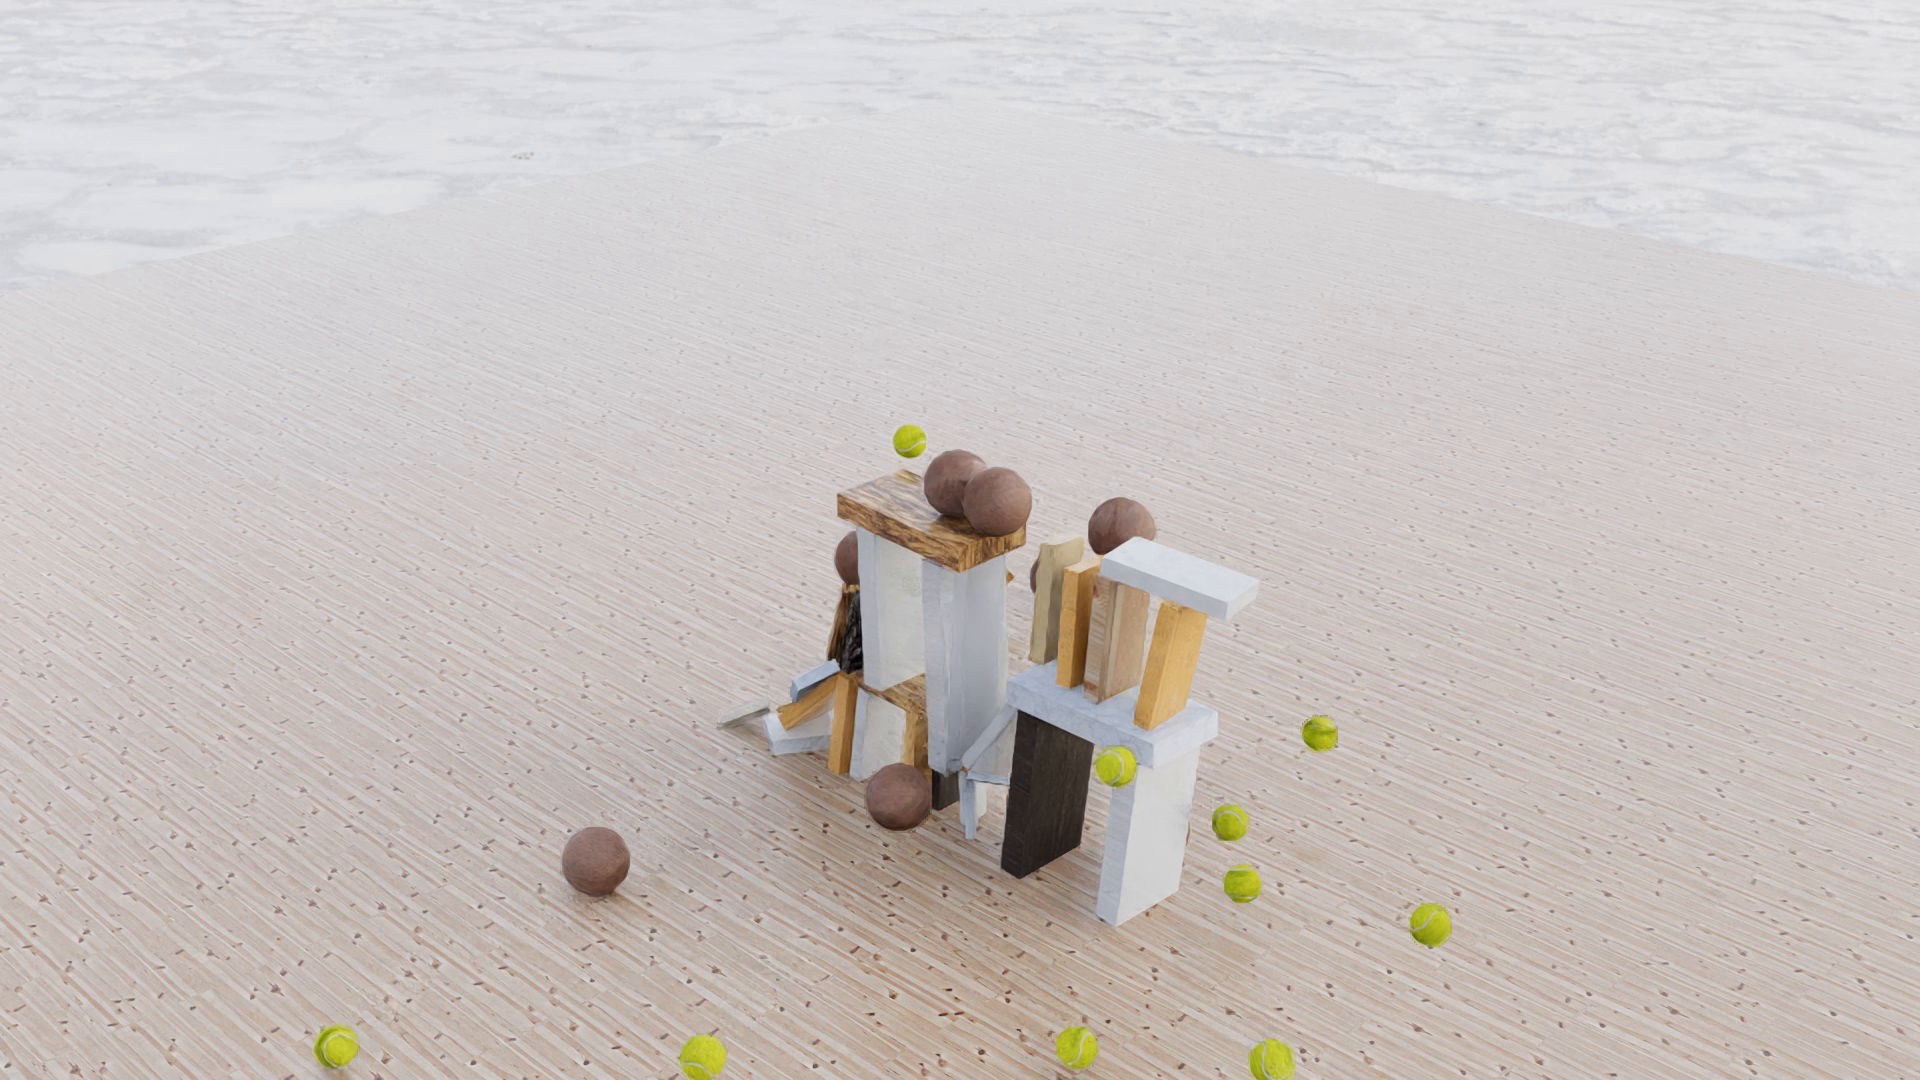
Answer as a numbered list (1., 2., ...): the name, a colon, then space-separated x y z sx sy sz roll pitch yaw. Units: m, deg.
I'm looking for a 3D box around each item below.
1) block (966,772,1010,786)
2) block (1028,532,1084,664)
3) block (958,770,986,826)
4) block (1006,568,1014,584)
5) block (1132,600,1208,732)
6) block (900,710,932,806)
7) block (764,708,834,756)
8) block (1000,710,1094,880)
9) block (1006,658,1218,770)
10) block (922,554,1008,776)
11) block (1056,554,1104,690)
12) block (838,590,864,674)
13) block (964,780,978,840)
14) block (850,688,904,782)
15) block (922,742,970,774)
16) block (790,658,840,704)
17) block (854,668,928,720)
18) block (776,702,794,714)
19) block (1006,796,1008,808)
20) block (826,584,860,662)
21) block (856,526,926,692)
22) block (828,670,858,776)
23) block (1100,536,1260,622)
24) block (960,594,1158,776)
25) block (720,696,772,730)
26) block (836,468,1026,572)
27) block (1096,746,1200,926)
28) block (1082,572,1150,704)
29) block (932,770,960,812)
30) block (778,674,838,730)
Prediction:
1. block: 0.070 0.471 4.325 0.107 0.015 0.054 7 -9 9
2. block: 0.180 0.108 4.086 0.032 0.228 0.114 13 16 30
3. block: 0.026 0.504 4.409 0.018 0.126 0.063 18 32 36
4. block: -0.030 0.202 4.949 0.386 0.016 0.055 -43 18 -1
5. block: 0.377 0.206 3.892 0.035 0.247 0.124 26 31 29
6. block: -0.064 0.424 4.476 0.110 0.221 0.031 -20 37 -39
7. block: -0.296 0.409 4.754 0.241 0.034 0.121 -5 24 -12
8. block: 0.173 0.460 4.214 0.051 0.358 0.179 28 35 36
9. block: 0.277 0.308 4.044 0.179 0.051 0.358 -21 31 -41
10. block: 0.013 0.222 4.279 0.175 0.458 0.050 -24 34 -38
11. block: 0.231 0.150 4.049 0.032 0.228 0.114 17 24 35
12. block: -0.186 0.175 4.450 0.096 0.193 0.027 -22 48 -40
13. block: 0.021 0.534 4.364 0.015 0.107 0.054 2 24 10
14. block: -0.169 0.386 4.564 0.110 0.221 0.031 -21 40 -39
15. block: -0.010 0.427 4.404 0.126 0.018 0.063 19 33 37
16. block: -0.304 0.297 4.598 0.096 0.027 0.193 -26 -9 -12
17. block: -0.101 0.297 4.449 0.110 0.031 0.221 -21 31 -39
18. block: -0.349 0.357 4.822 0.055 0.016 0.111 -19 -4 -42
19. block: 0.103 0.547 4.332 0.015 0.107 0.054 3 24 10
20. block: -0.211 0.174 4.520 0.096 0.193 0.027 4 40 -13
21. block: -0.118 0.109 4.397 0.175 0.350 0.050 -22 29 -40
22. block: -0.208 0.365 4.588 0.121 0.241 0.034 -21 40 -40
23. block: 0.385 0.065 3.858 0.248 0.035 0.124 21 28 27
24. block: 0.197 0.261 4.275 0.114 0.514 0.032 18 27 -48
25. block: -0.468 0.376 4.807 0.111 0.016 0.055 -20 24 3
26. block: -0.057 -0.041 4.239 0.175 0.050 0.350 -22 33 -38
27. block: 0.349 0.525 4.062 0.179 0.358 0.051 -21 37 -40
28. block: 0.287 0.164 3.995 0.035 0.247 0.124 25 31 37
29. block: -0.028 0.482 4.464 0.018 0.126 0.063 21 31 39
30. block: -0.277 0.329 4.661 0.121 0.034 0.241 -21 -11 -40
